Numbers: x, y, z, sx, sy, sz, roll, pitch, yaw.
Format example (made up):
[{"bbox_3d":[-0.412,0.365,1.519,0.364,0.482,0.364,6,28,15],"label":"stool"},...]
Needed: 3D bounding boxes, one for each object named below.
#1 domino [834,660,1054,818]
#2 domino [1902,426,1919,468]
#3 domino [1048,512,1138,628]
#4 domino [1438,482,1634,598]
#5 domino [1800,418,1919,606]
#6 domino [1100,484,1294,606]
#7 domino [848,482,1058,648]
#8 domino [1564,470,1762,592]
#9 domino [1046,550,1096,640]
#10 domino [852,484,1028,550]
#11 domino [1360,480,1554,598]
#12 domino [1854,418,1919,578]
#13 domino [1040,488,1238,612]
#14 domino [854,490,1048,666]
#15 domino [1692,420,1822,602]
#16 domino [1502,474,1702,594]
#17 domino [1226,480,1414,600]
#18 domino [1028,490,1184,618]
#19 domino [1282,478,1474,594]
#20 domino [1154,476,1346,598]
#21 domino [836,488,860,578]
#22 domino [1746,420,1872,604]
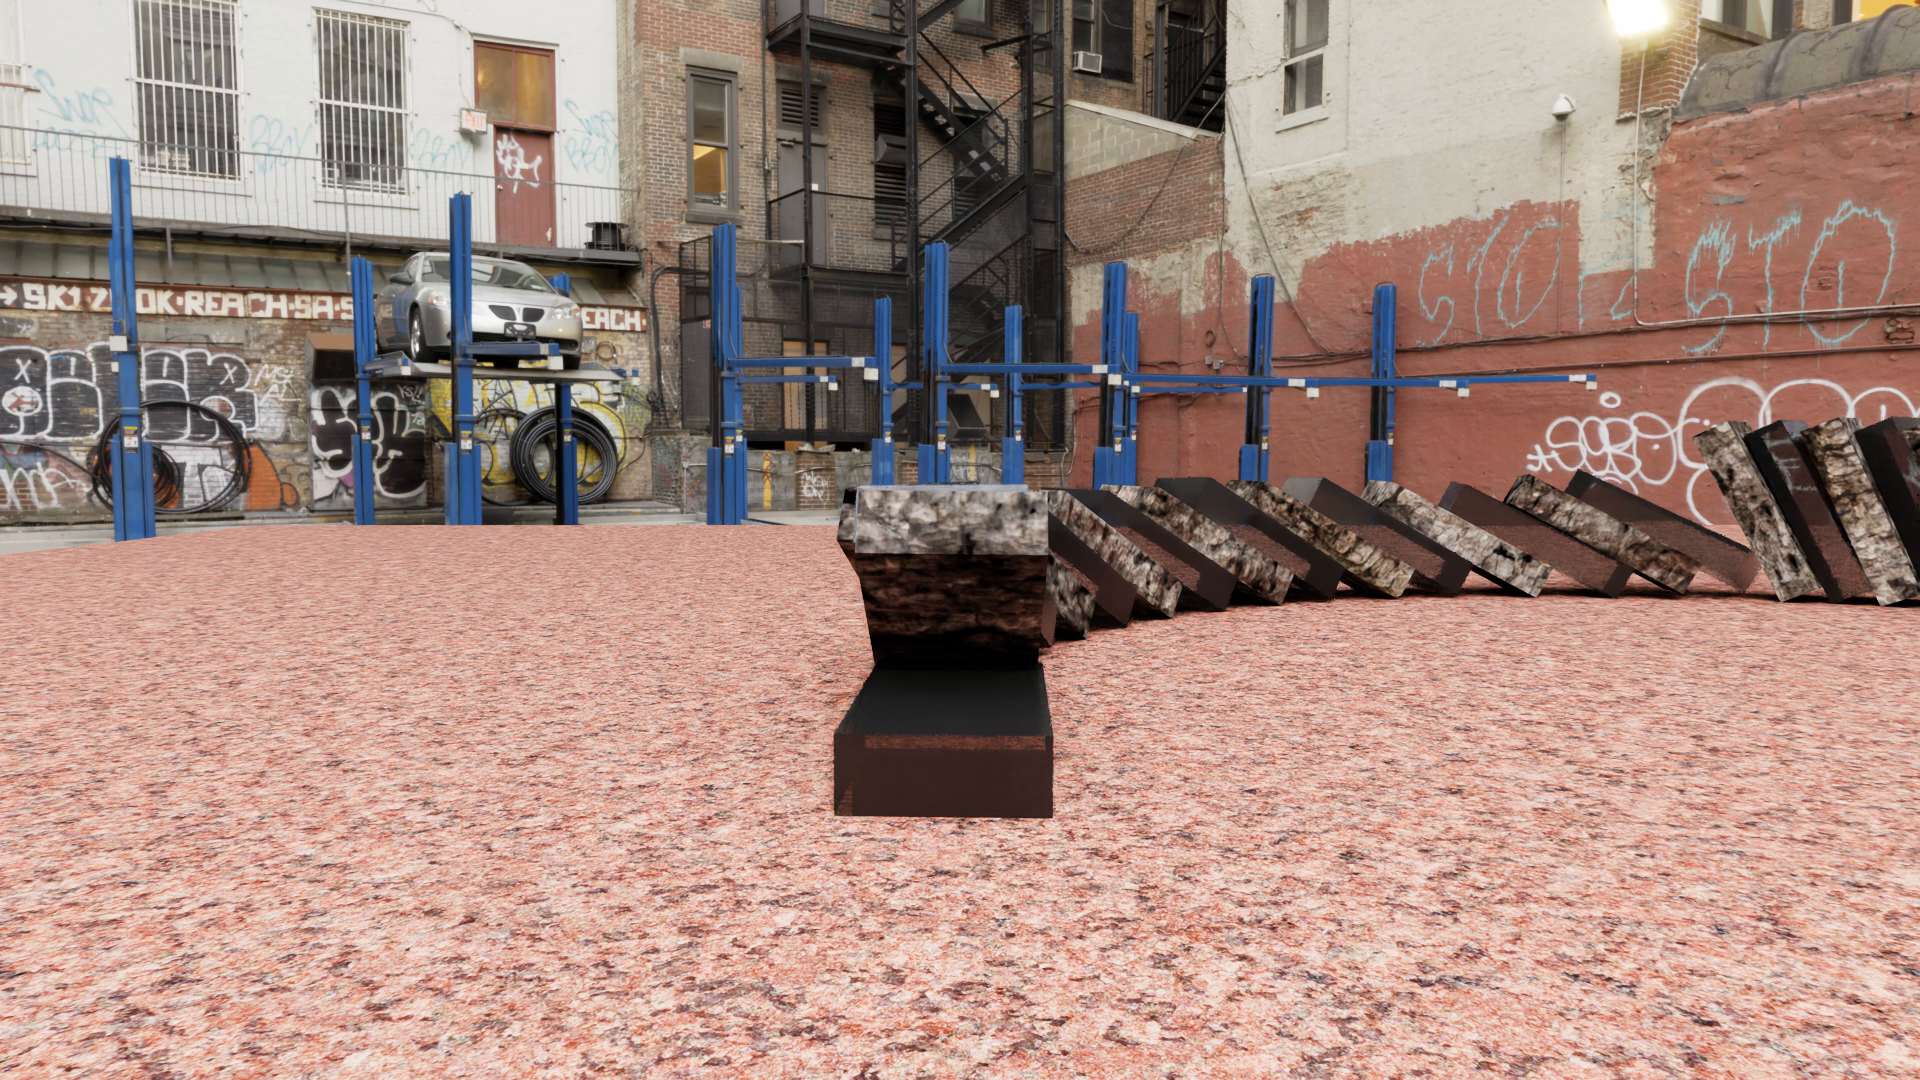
[{"bbox_3d":[-0.001,0.025,0.171,0.025,0.009,0.050,0,4,2],"label":"domino"},{"bbox_3d":[0.266,-0.007,0.333,0.025,0.050,0.009,-3,-19,-31],"label":"domino"},{"bbox_3d":[0.017,0.005,0.289,0.025,0.009,0.050,3,-23,39],"label":"domino"},{"bbox_3d":[0.164,-0.001,0.368,0.050,0.009,0.025,28,10,9],"label":"domino"},{"bbox_3d":[0.246,-0.008,0.347,0.025,0.050,0.009,-4,-18,-44],"label":"domino"},{"bbox_3d":[0.061,0.001,0.338,0.050,0.010,0.025,29,-10,-26],"label":"domino"},{"bbox_3d":[-0.001,0.006,0.246,0.025,0.010,0.050,-2,-29,22],"label":"domino"},{"bbox_3d":[0.203,-0.003,0.371,0.050,0.009,0.025,36,13,38],"label":"domino"},{"bbox_3d":[0.007,0.006,0.269,0.025,0.010,0.050,3,-25,33],"label":"domino"},{"bbox_3d":[-0.001,0.008,0.207,0.025,0.010,0.050,0,-29,3],"label":"domino"},{"bbox_3d":[0.140,-0.001,0.367,0.050,0.009,0.025,28,5,1],"label":"domino"},{"bbox_3d":[0.259,-0.008,0.341,0.025,0.050,0.010,-3,-19,-31],"label":"domino"},{"bbox_3d":[0.044,0.002,0.324,0.050,0.010,0.025,30,-14,-33],"label":"domino"},{"bbox_3d":[-0.001,0.010,0.190,0.025,0.009,0.050,1,-29,1],"label":"domino"},{"bbox_3d":[0.224,-0.009,0.357,0.025,0.050,0.009,-5,-21,-47],"label":"domino"},{"bbox_3d":[0.182,-0.002,0.366,0.050,0.009,0.025,31,10,14],"label":"domino"},{"bbox_3d":[0.098,0.000,0.358,0.050,0.009,0.025,29,-2,-12],"label":"domino"},{"bbox_3d":[0.029,0.003,0.307,0.025,0.009,0.050,4,-22,46],"label":"domino"},{"bbox_3d":[0.116,-0.002,0.363,0.050,0.010,0.025,28,-2,-8],"label":"domino"},{"bbox_3d":[0.077,-0.001,0.347,0.050,0.009,0.025,30,-10,-22],"label":"domino"},{"bbox_3d":[-0.002,0.008,0.228,0.025,0.010,0.050,0,-29,13],"label":"domino"},{"bbox_3d":[0.236,-0.008,0.353,0.025,0.050,0.009,-4,-20,-44],"label":"domino"}]
